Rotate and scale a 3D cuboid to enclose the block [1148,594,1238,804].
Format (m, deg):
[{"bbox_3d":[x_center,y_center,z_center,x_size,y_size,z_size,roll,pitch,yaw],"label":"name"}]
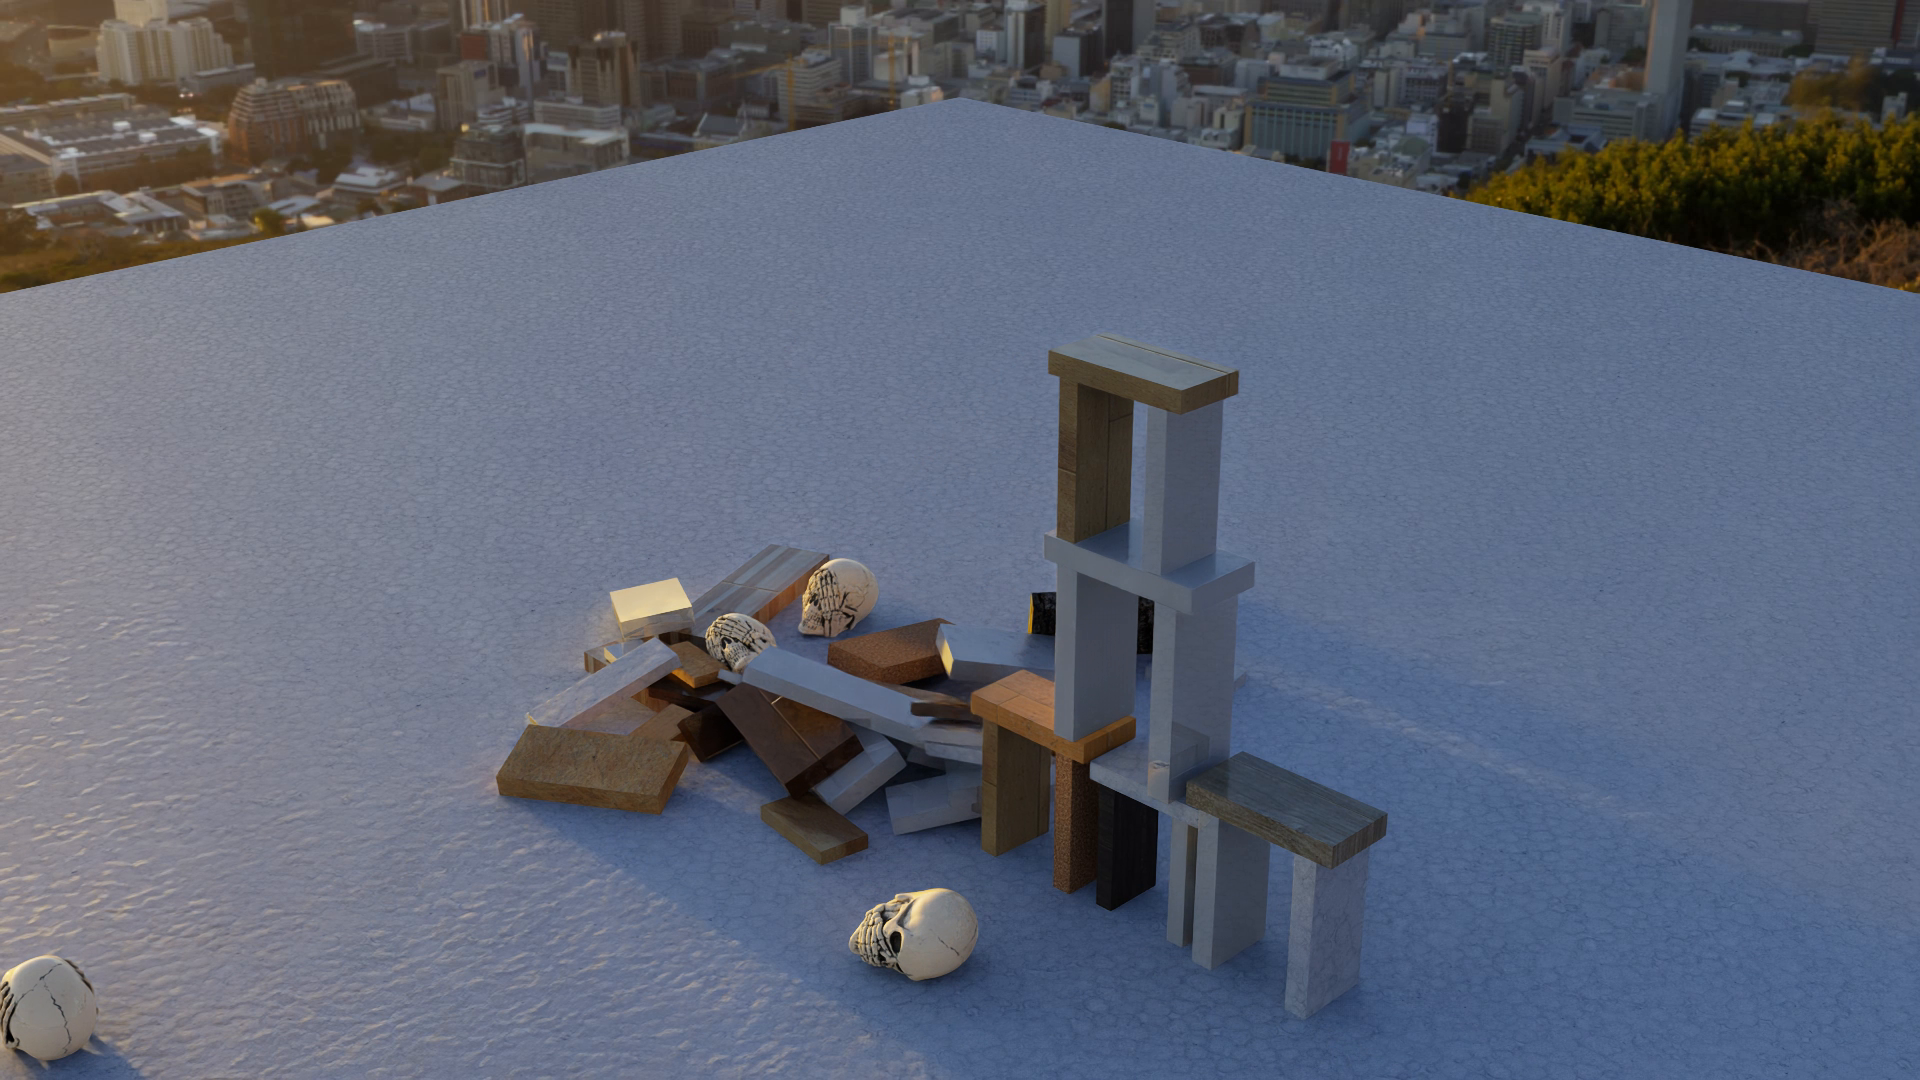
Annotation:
[{"bbox_3d":[0.412,0.264,3.895,0.171,0.380,0.049,-21,31,-41],"label":"block"}]

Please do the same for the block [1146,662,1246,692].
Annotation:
[{"bbox_3d":[0.536,0.306,5.002,0.204,0.029,0.102,14,27,29],"label":"block"}]

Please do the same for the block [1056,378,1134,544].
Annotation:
[{"bbox_3d":[0.240,-0.158,3.894,0.150,0.300,0.042,-21,31,-41],"label":"block"}]

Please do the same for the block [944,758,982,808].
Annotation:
[{"bbox_3d":[0.036,0.450,4.474,0.130,0.037,0.259,-10,24,1],"label":"block"}]

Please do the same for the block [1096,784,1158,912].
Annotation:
[{"bbox_3d":[0.315,0.554,4.124,0.037,0.259,0.130,21,31,41],"label":"block"}]

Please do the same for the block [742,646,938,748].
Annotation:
[{"bbox_3d":[-0.224,0.327,4.550,0.439,0.037,0.130,19,22,13],"label":"block"}]

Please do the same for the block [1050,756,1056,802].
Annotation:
[{"bbox_3d":[0.110,0.470,4.601,0.143,0.041,0.286,-12,26,-27],"label":"block"}]

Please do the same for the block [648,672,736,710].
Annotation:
[{"bbox_3d":[-0.584,0.332,4.826,0.177,0.025,0.089,11,25,22],"label":"block"}]

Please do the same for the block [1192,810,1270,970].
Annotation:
[{"bbox_3d":[0.489,0.600,3.946,0.044,0.313,0.157,21,31,41],"label":"block"}]

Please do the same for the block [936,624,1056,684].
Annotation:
[{"bbox_3d":[0.135,0.269,4.965,0.354,0.050,0.177,7,23,-14],"label":"block"}]

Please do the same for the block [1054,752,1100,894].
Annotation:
[{"bbox_3d":[0.244,0.513,4.178,0.146,0.292,0.041,-21,31,-41],"label":"block"}]

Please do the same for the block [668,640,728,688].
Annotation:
[{"bbox_3d":[-0.599,0.276,4.894,0.089,0.025,0.177,-15,27,-35],"label":"block"}]

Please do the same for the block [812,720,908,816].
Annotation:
[{"bbox_3d":[-0.286,0.411,4.590,0.175,0.050,0.403,-37,39,-11],"label":"block"}]

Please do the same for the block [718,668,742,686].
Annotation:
[{"bbox_3d":[-0.462,0.317,4.830,0.073,0.021,0.147,14,-9,30],"label":"block"}]

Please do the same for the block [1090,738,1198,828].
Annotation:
[{"bbox_3d":[0.376,0.441,4.010,0.130,0.037,0.259,-21,31,-41],"label":"block"}]

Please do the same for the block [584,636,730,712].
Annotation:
[{"bbox_3d":[-0.688,0.304,4.984,0.167,0.047,0.333,-20,30,-38],"label":"block"}]

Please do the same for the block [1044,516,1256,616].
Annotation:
[{"bbox_3d":[0.332,0.035,3.886,0.171,0.049,0.343,-21,31,-41],"label":"block"}]

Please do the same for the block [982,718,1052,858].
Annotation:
[{"bbox_3d":[0.111,0.461,4.299,0.146,0.292,0.041,-19,30,-38],"label":"block"}]

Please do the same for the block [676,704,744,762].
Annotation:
[{"bbox_3d":[-0.506,0.396,4.716,0.193,0.027,0.096,-25,78,-45],"label":"block"}]

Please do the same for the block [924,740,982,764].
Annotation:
[{"bbox_3d":[0.029,0.415,4.369,0.095,0.027,0.191,-11,10,-42],"label":"block"}]

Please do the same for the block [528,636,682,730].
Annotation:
[{"bbox_3d":[-0.778,0.328,4.820,0.331,0.031,0.110,-32,35,-21],"label":"block"}]

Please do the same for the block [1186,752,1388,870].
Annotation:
[{"bbox_3d":[0.563,0.464,3.808,0.313,0.044,0.157,21,31,41],"label":"block"}]

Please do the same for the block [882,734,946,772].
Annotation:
[{"bbox_3d":[-0.142,0.408,4.662,0.143,0.041,0.286,21,4,-43],"label":"block"}]

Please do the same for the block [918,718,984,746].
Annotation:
[{"bbox_3d":[0.023,0.383,4.382,0.191,0.027,0.095,3,10,34],"label":"block"}]

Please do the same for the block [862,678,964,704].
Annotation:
[{"bbox_3d":[-0.129,0.348,4.787,0.286,0.041,0.143,9,-13,21],"label":"block"}]

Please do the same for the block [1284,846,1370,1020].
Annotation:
[{"bbox_3d":[0.637,0.658,3.810,0.044,0.313,0.157,21,31,41],"label":"block"}]

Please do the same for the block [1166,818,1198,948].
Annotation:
[{"bbox_3d":[0.438,0.601,4.012,0.037,0.259,0.130,21,31,41],"label":"block"}]

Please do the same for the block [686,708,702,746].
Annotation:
[{"bbox_3d":[-0.528,0.392,4.801,0.193,0.027,0.096,-15,27,-31],"label":"block"}]

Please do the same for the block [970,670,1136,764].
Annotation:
[{"bbox_3d":[0.176,0.333,4.176,0.292,0.041,0.146,21,31,41],"label":"block"}]

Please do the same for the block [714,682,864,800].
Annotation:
[{"bbox_3d":[-0.359,0.385,4.578,0.175,0.050,0.350,-35,39,-12],"label":"block"}]

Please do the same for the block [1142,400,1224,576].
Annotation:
[{"bbox_3d":[0.381,-0.103,3.764,0.150,0.300,0.042,-21,31,-41],"label":"block"}]

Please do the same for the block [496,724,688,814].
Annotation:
[{"bbox_3d":[-0.758,0.472,4.544,0.350,0.050,0.175,5,34,12],"label":"block"}]

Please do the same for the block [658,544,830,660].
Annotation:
[{"bbox_3d":[-0.518,0.144,5.362,0.167,0.047,0.553,10,25,22],"label":"block"}]

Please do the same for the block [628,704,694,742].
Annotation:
[{"bbox_3d":[-0.647,0.422,4.688,0.096,0.027,0.193,18,39,36],"label":"block"}]

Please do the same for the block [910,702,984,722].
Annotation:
[{"bbox_3d":[0.007,0.347,4.427,0.191,0.027,0.095,3,-2,32],"label":"block"}]

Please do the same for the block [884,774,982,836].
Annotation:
[{"bbox_3d":[-0.015,0.520,4.432,0.259,0.037,0.130,-12,24,-3],"label":"block"}]

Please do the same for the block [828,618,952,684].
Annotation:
[{"bbox_3d":[-0.112,0.257,5.026,0.177,0.050,0.354,21,23,41],"label":"block"}]

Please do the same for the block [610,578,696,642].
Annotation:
[{"bbox_3d":[-0.730,0.163,5.205,0.167,0.047,0.333,-12,13,-11],"label":"block"}]

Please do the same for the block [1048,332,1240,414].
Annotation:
[{"bbox_3d":[0.312,-0.288,3.763,0.150,0.042,0.300,-21,31,-40],"label":"block"}]

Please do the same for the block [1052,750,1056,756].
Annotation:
[{"bbox_3d":[0.151,0.404,4.690,0.102,0.029,0.204,32,2,-39],"label":"block"}]

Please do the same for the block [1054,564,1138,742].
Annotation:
[{"bbox_3d":[0.251,0.183,4.037,0.171,0.343,0.049,-21,31,-40],"label":"block"}]

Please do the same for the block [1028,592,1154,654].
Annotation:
[{"bbox_3d":[0.338,0.192,5.077,0.354,0.177,0.050,-2,49,-4],"label":"block"}]

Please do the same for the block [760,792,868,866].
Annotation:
[{"bbox_3d":[-0.291,0.571,4.375,0.110,0.031,0.220,-16,28,-33],"label":"block"}]

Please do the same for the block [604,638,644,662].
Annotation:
[{"bbox_3d":[-0.725,0.276,4.958,0.089,0.025,0.177,-13,26,-29],"label":"block"}]
